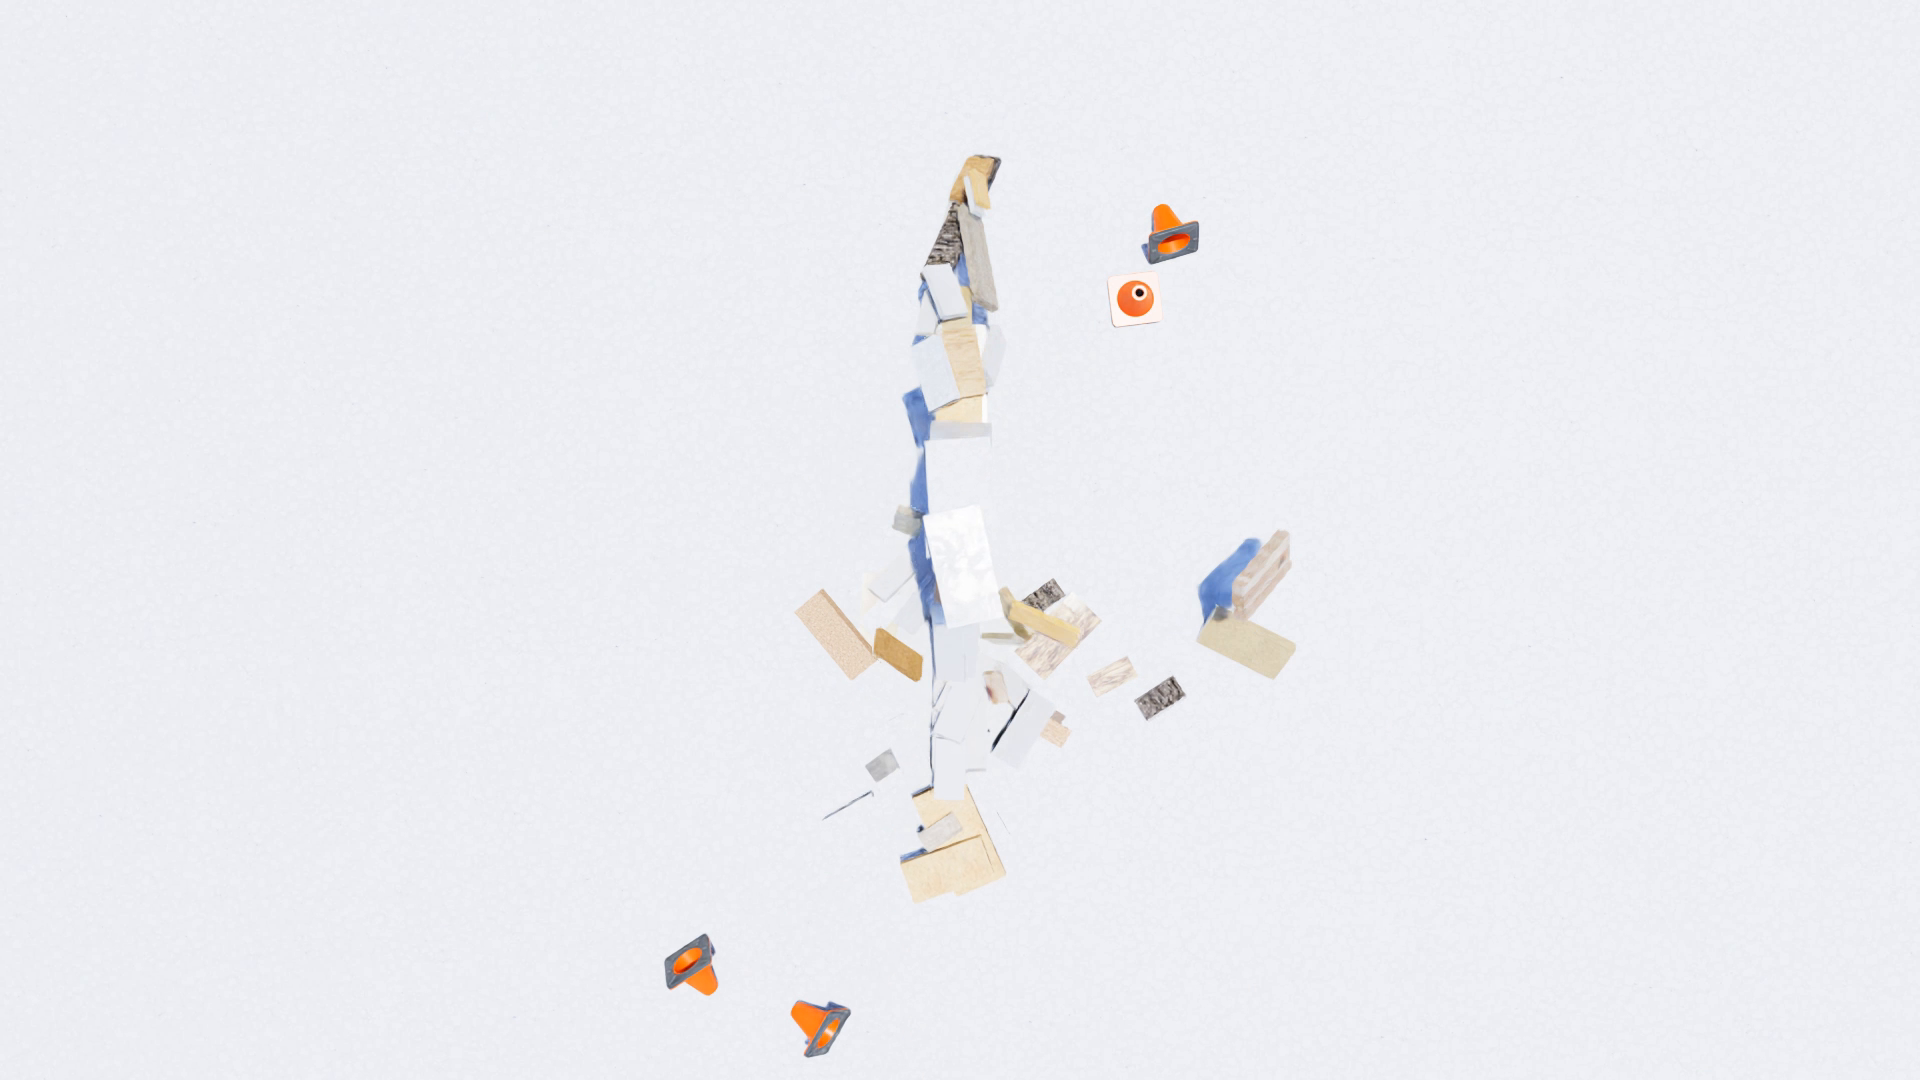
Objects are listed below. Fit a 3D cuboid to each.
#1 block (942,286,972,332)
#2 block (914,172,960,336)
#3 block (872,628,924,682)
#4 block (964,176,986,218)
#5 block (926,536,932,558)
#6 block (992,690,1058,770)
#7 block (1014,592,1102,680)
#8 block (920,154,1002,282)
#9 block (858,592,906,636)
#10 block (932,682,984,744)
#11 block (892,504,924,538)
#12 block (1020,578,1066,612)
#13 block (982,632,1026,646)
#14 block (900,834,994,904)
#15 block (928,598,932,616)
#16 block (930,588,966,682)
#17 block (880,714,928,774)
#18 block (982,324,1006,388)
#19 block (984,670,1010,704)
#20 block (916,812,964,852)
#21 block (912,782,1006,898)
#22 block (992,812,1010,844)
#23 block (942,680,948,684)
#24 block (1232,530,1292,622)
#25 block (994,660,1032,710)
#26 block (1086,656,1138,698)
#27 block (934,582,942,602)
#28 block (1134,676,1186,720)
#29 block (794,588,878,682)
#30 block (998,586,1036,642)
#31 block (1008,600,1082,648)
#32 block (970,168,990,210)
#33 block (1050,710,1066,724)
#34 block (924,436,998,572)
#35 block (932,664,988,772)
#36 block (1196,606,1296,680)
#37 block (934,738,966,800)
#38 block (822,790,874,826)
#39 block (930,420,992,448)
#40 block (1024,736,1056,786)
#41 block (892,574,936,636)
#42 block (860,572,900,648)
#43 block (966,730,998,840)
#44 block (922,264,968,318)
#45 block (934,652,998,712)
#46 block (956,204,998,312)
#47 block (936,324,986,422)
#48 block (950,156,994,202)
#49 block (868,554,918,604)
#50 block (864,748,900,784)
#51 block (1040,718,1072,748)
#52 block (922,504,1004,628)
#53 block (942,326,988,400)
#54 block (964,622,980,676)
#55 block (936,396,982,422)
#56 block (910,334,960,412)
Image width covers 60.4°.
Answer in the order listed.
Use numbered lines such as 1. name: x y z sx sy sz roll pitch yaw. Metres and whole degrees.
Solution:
1. block: -0.008 -0.712 5.140 0.087 0.025 0.175 2 63 0
2. block: -0.047 -0.928 5.298 0.062 0.017 0.701 3 56 14
3. block: -0.202 0.377 5.403 0.026 0.091 0.212 -24 135 32
4. block: 0.046 -1.086 5.216 0.017 0.062 0.123 -20 73 31
5. block: -0.003 -0.003 4.433 0.167 0.401 0.047 -3 96 0
6. block: 0.212 0.622 5.398 0.035 0.123 0.247 29 85 41
7. block: 0.325 0.318 5.480 0.138 0.039 0.275 44 90 0
8. block: 0.006 -1.044 5.339 0.090 0.026 0.552 11 59 18
9. block: -0.254 0.240 5.454 0.158 0.022 0.079 -44 90 0
10. block: -0.006 0.549 5.296 0.098 0.028 0.195 23 68 3
11. block: -0.170 -0.062 5.410 0.091 0.182 0.026 20 70 0
12. block: 0.274 0.196 5.490 0.142 0.020 0.071 -35 90 0
13. block: 0.143 0.326 5.429 0.135 0.068 0.019 -1 69 42
14. block: -0.040 1.066 5.343 0.275 0.039 0.138 -20 92 1
15. block: -0.025 0.284 5.303 0.117 0.033 0.234 -7 120 4
16. block: -0.035 0.302 5.183 0.091 0.026 0.389 4 133 8
17. block: -0.186 0.676 5.467 0.091 0.026 0.183 -26 86 -6
18. block: 0.102 -0.575 5.150 0.026 0.090 0.181 0 54 23
19. block: 0.118 0.475 5.321 0.057 0.016 0.114 -6 116 20
20. block: -0.063 0.947 5.348 0.138 0.020 0.069 -33 92 1
21. block: -0.002 0.965 5.384 0.177 0.050 0.355 -24 92 1
22. block: 0.039 0.895 5.480 0.138 0.039 0.275 -30 90 0
23. block: -0.008 0.414 5.416 0.068 0.019 0.135 15 70 7
24. block: 0.932 0.110 5.087 0.041 0.145 0.290 20 47 33
25. block: 0.164 0.481 5.418 0.183 0.026 0.091 43 67 -41
26. block: 0.506 0.454 5.489 0.155 0.022 0.077 -27 90 0
27. block: -0.002 0.055 4.659 0.123 0.035 0.247 4 96 0
28. block: 0.665 0.525 5.489 0.155 0.022 0.077 -33 90 0
29. block: -0.407 0.314 5.459 0.123 0.035 0.298 -40 90 24
30. block: 0.180 0.247 5.434 0.026 0.091 0.182 -27 76 -22
31. block: 0.273 0.269 5.300 0.235 0.079 0.022 24 55 9
32. block: 0.064 -1.107 5.211 0.017 0.062 0.123 -23 65 30
33. block: 0.276 0.579 5.490 0.138 0.020 0.069 32 90 0
34. block: 0.004 -0.090 4.209 0.167 0.047 0.334 -4 89 0
35. block: 0.000 0.581 5.406 0.177 0.050 0.355 0 67 1
36. block: 0.943 0.339 5.439 0.290 0.041 0.145 27 128 0
37. block: -0.031 0.735 5.300 0.098 0.028 0.195 2 96 1
38. block: -0.369 0.888 5.464 0.186 0.071 0.020 -30 91 0
39. block: 0.002 -0.246 4.401 0.167 0.334 0.047 1 110 0
40. block: 0.257 0.735 5.489 0.077 0.022 0.155 -23 90 0
41. block: -0.128 0.215 5.456 0.195 0.028 0.098 -53 134 0
42. block: -0.267 0.234 5.483 0.123 0.035 0.247 3 90 0
43. block: 0.025 0.813 5.436 0.177 0.050 0.355 -4 90 0
44. block: -0.045 -0.765 5.070 0.087 0.025 0.175 -11 72 -31
45. block: 0.019 0.473 5.364 0.117 0.033 0.234 26 73 4
46. block: 0.055 -0.888 5.188 0.027 0.096 0.366 -27 58 31
47. block: 0.003 -0.514 5.160 0.159 0.045 0.318 0 90 0
48. block: 0.039 -1.177 5.393 0.090 0.026 0.181 12 59 19
49. block: -0.223 0.129 5.445 0.079 0.022 0.158 39 68 16
50. block: -0.239 0.739 5.490 0.142 0.020 0.071 -35 90 0
51. block: 0.294 0.627 5.471 0.138 0.020 0.069 30 90 0
52. block: 0.009 0.067 4.163 0.145 0.041 0.290 -13 89 0
53. block: 0.011 -0.488 4.551 0.096 0.027 0.192 -10 85 -1
54. block: 0.001 0.272 5.212 0.123 0.035 0.410 3 131 -3
55. block: -0.001 -0.372 4.584 0.127 0.036 0.254 0 90 0
56. block: -0.069 -0.459 4.546 0.096 0.027 0.192 -25 77 35
